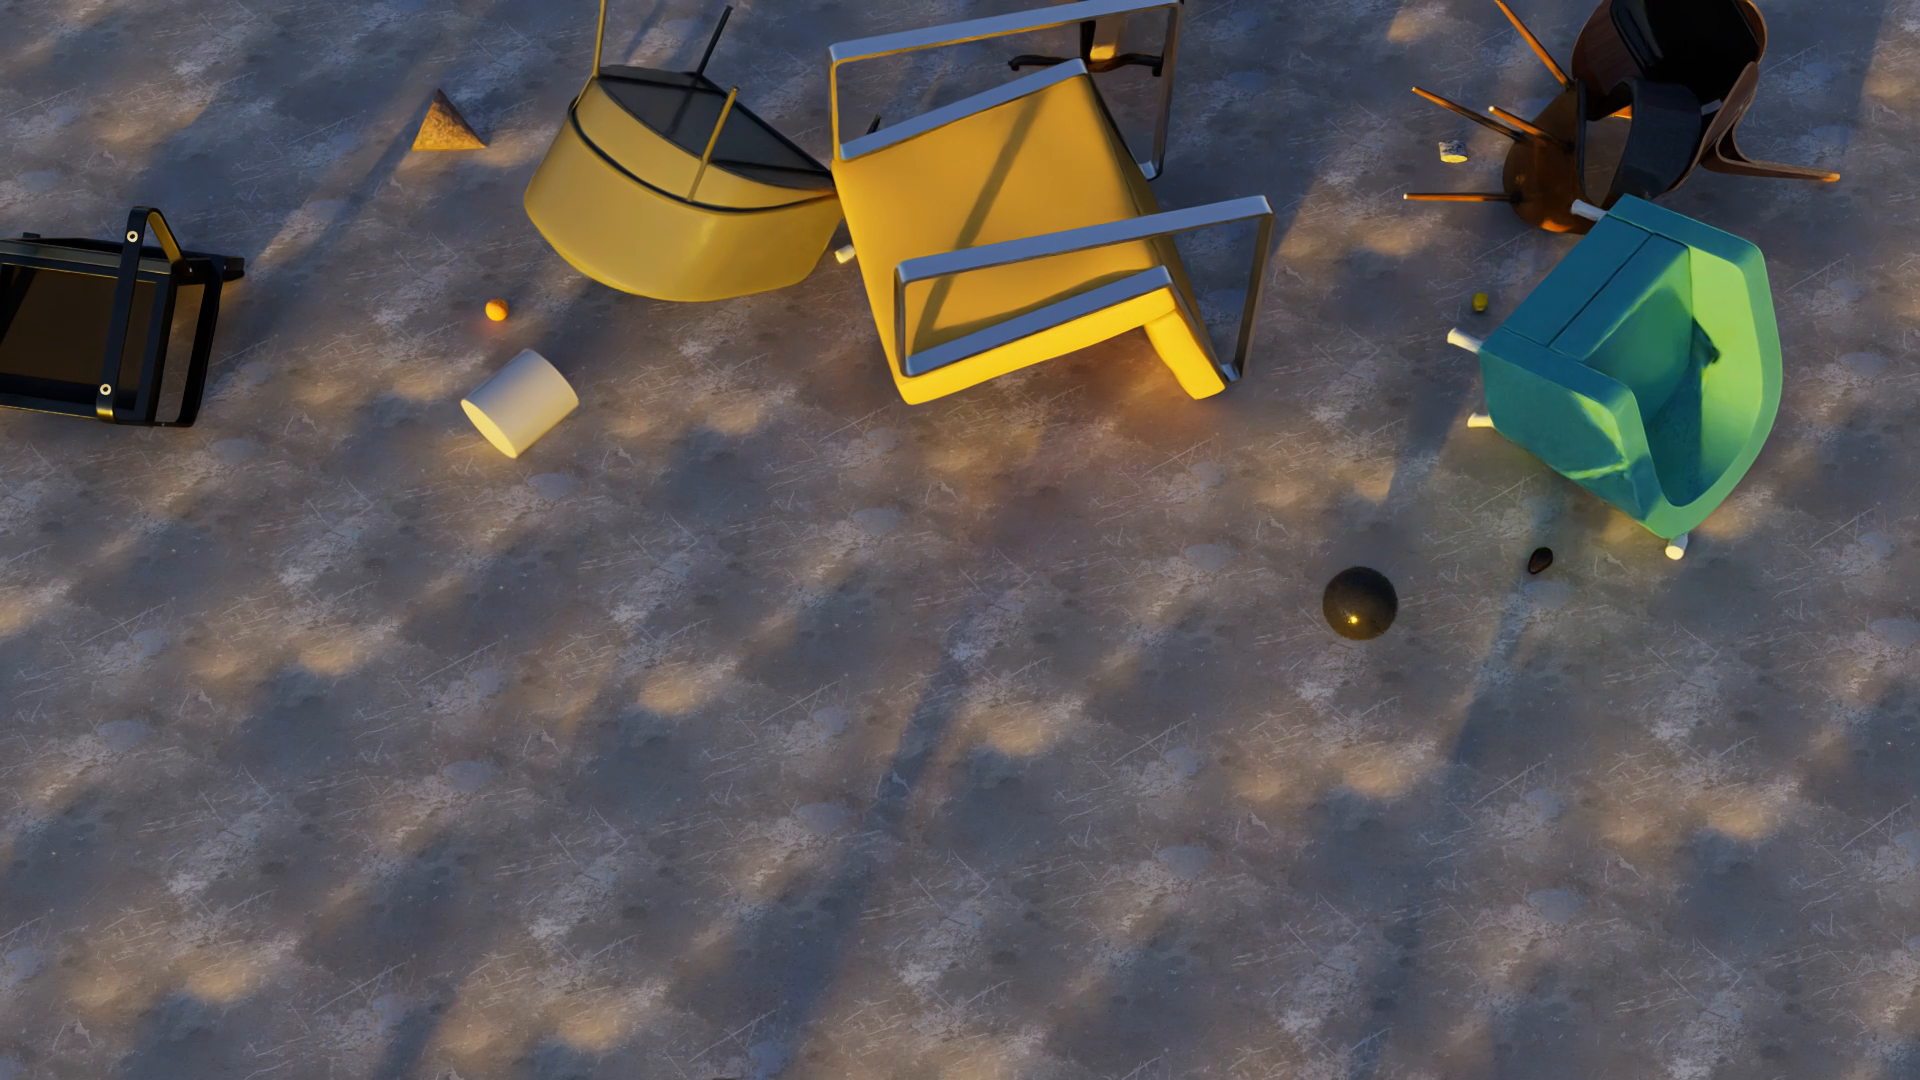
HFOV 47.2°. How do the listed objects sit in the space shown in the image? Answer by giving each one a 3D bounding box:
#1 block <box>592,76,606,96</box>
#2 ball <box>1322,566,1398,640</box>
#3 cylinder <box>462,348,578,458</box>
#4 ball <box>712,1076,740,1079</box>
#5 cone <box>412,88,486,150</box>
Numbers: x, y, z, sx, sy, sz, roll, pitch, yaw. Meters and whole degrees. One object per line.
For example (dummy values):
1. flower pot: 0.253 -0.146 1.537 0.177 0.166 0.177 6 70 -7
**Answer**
1. block: -1.246 -1.568 7.599 0.035 0.044 0.037 16 58 11
2. ball: 1.150 0.183 6.322 0.213 0.213 0.213 0 56 0
3. cylinder: -1.342 -0.417 6.713 0.255 0.211 0.253 36 68 31
4. ball: -0.584 1.451 5.464 0.227 0.227 0.227 0 56 0
5. cone: -1.704 -1.377 7.435 0.223 0.242 0.172 24 32 -18
